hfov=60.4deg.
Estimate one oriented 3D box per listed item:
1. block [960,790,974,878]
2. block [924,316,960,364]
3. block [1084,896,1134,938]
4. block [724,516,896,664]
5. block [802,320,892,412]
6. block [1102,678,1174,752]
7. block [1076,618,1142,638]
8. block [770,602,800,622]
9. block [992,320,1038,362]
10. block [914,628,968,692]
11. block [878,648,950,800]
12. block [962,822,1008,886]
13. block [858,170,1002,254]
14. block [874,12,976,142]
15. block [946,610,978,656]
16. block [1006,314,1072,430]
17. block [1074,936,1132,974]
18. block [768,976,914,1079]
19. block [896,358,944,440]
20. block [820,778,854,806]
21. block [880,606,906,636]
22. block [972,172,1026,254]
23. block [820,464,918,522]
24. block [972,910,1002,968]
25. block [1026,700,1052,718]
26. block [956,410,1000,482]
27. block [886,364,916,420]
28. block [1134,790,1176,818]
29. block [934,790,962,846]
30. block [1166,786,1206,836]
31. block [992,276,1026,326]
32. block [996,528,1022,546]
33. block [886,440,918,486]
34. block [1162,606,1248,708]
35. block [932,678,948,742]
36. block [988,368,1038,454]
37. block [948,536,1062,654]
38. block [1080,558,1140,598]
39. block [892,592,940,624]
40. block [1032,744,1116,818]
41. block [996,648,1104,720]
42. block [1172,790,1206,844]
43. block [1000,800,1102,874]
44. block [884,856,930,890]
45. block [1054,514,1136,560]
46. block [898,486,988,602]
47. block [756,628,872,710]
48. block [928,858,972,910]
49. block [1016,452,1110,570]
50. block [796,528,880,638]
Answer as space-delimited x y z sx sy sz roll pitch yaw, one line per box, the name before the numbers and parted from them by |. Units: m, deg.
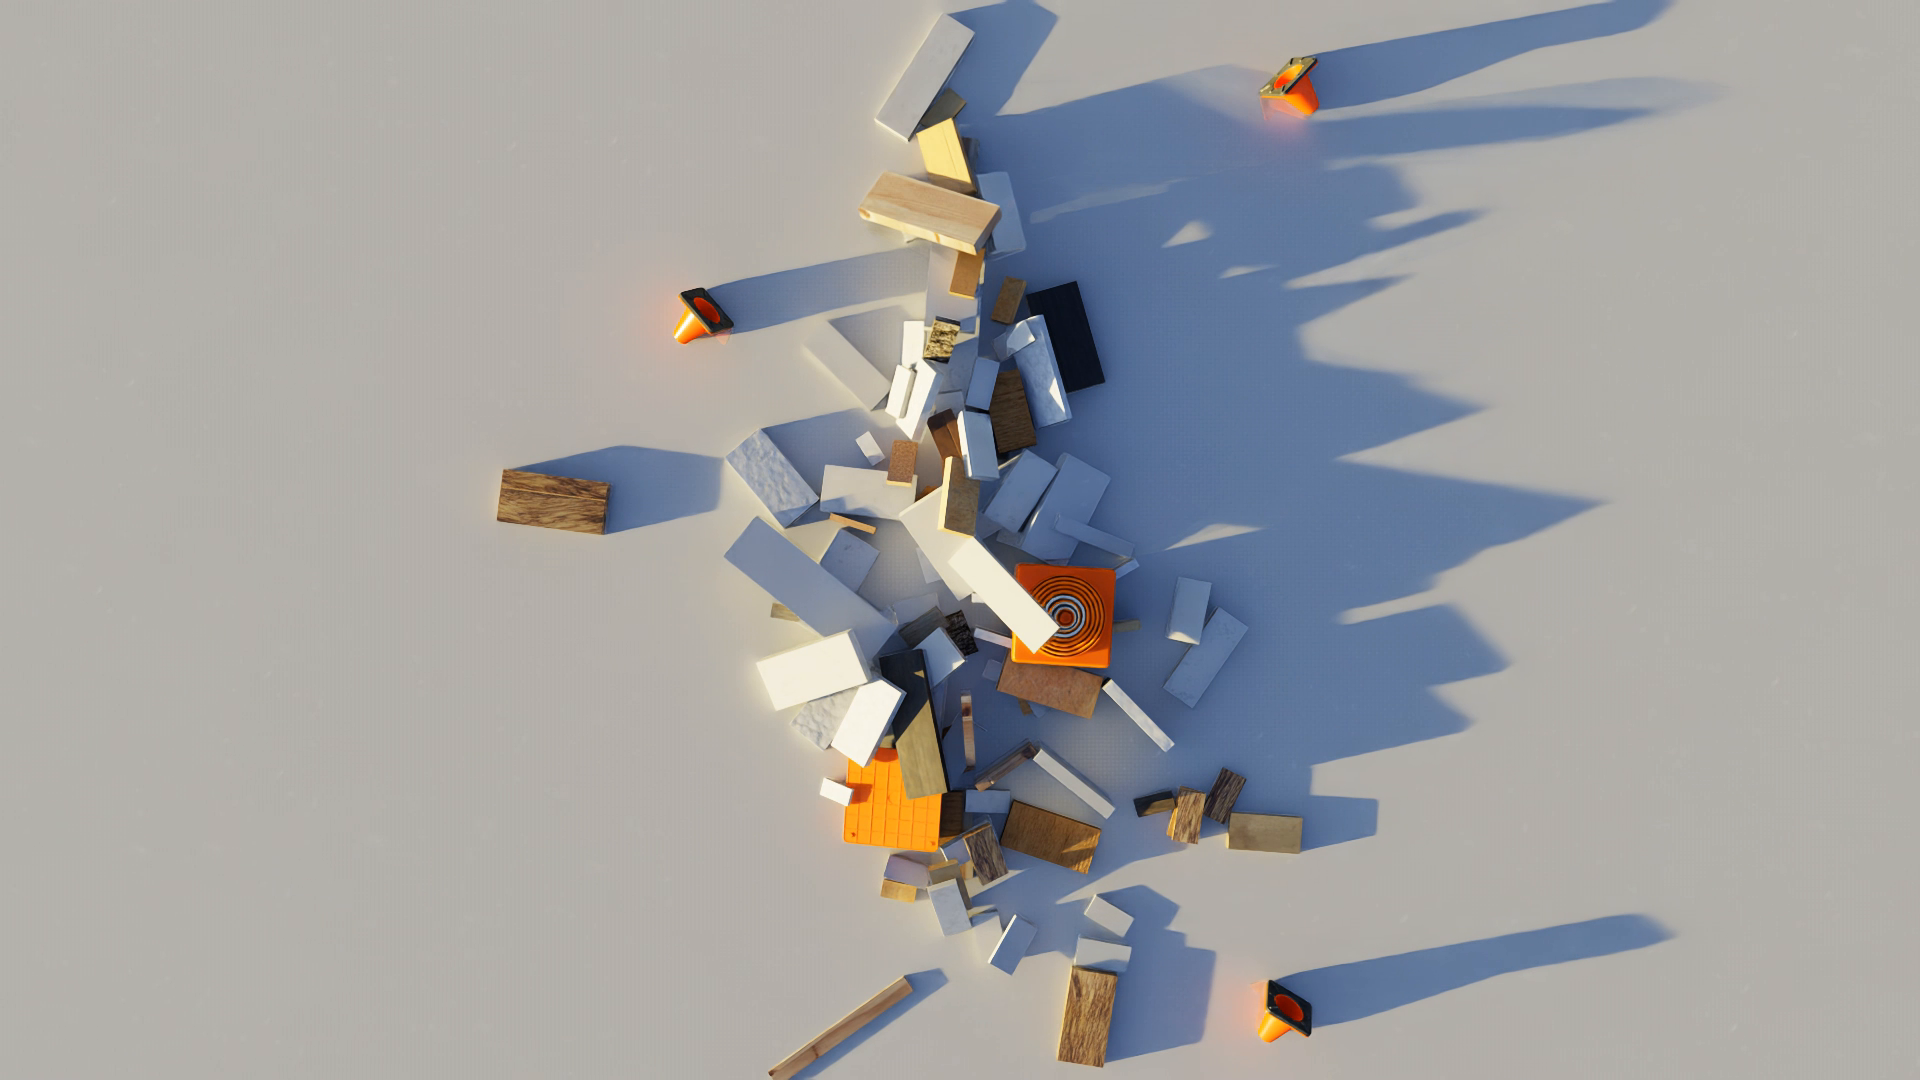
block | -0.004 0.981 5.487 0.091 0.026 0.289 -1 90 0
block | -0.059 -0.647 5.344 0.082 0.165 0.023 13 46 -7
block | 0.497 1.251 5.489 0.149 0.021 0.074 31 90 0
block | -0.492 0.172 5.424 0.591 0.049 0.175 39 85 0
block | -0.372 -0.580 5.484 0.319 0.032 0.113 44 90 0
block | 0.582 0.573 5.428 0.041 0.144 0.289 -45 90 0
block | 0.489 0.292 5.448 0.208 0.104 0.029 -8 90 0
block | -0.575 0.239 5.446 0.096 0.014 0.048 10 85 -2
block | 0.180 -0.660 5.446 0.151 0.021 0.076 -29 86 35
block | -0.126 0.431 5.436 0.282 0.040 0.141 -41 76 10
block | -0.148 0.602 5.388 0.141 0.040 0.473 -14 82 16
block | 0.083 1.036 5.439 0.098 0.028 0.196 -25 113 -12
block | -0.098 -1.065 5.355 0.444 0.049 0.174 22 67 24
block | -0.116 -1.539 5.482 0.129 0.037 0.420 32 90 0
block | 0.000 0.315 5.490 0.074 0.021 0.148 -22 90 0
block | 0.262 -0.554 5.448 0.128 0.036 0.354 -16 90 36
block | 0.476 1.380 5.488 0.175 0.025 0.088 10 90 0
block | -0.397 1.635 5.492 0.553 0.016 0.057 -35 90 0
block | -0.132 -0.462 5.399 0.034 0.121 0.241 5 118 -34
block | -0.407 0.834 5.462 0.114 0.016 0.057 18 97 30
block | -0.227 0.267 5.493 0.048 0.014 0.096 -40 90 0
block | 0.128 -1.083 5.449 0.129 0.037 0.258 -14 90 -34
block | -0.300 -0.154 5.464 0.309 0.044 0.154 7 85 3
block | 0.100 1.327 5.488 0.088 0.025 0.176 -11 90 0
block | 0.250 0.525 5.479 0.061 0.017 0.121 -31 91 -7
block | 0.059 -0.306 5.389 0.113 0.032 0.226 5 68 -34
block | -0.196 -0.488 5.441 0.023 0.081 0.161 3 110 -38
block | 0.648 0.877 5.479 0.130 0.017 0.061 -16 89 10
block | -0.039 0.923 5.461 0.091 0.026 0.182 2 90 0
block | 0.752 0.911 5.488 0.084 0.024 0.168 16 90 0
block | 0.162 -0.794 5.470 0.076 0.021 0.151 20 90 35
block | 0.178 -0.006 5.493 0.105 0.015 0.053 18 90 0
block | -0.190 -0.254 5.449 0.081 0.023 0.161 7 61 3
block | 0.815 0.390 5.483 0.120 0.034 0.327 35 90 0
block | -0.112 0.553 5.461 0.120 0.034 0.239 6 87 18
block | 0.162 -0.425 5.450 0.128 0.036 0.256 -14 90 0
block | 0.144 0.175 5.339 0.412 0.034 0.121 46 104 11
block | 0.491 0.125 5.448 0.208 0.104 0.029 -31 90 0
block | -0.143 0.227 5.482 0.148 0.021 0.074 -14 90 -6
block | 0.371 0.792 5.424 0.306 0.153 0.043 39 90 0
block | 0.296 0.476 5.457 0.328 0.041 0.144 18 85 -6
block | 0.758 0.917 5.464 0.084 0.024 0.168 9 90 0
block | 0.299 0.986 5.478 0.306 0.043 0.153 19 90 0
block | -0.174 1.105 5.481 0.148 0.021 0.074 17 77 0
block | 0.445 -0.010 5.451 0.286 0.015 0.053 21 90 -17
block | -0.029 0.011 5.417 0.175 0.049 0.349 -32 105 11
block | -0.479 0.426 5.404 0.348 0.049 0.174 -19 98 21
block | -0.031 1.148 5.445 0.098 0.028 0.196 -17 116 0
block | 0.341 -0.093 5.446 0.174 0.049 0.348 27 90 -21
block | -0.419 0.147 5.478 0.154 0.044 0.346 31 90 0
